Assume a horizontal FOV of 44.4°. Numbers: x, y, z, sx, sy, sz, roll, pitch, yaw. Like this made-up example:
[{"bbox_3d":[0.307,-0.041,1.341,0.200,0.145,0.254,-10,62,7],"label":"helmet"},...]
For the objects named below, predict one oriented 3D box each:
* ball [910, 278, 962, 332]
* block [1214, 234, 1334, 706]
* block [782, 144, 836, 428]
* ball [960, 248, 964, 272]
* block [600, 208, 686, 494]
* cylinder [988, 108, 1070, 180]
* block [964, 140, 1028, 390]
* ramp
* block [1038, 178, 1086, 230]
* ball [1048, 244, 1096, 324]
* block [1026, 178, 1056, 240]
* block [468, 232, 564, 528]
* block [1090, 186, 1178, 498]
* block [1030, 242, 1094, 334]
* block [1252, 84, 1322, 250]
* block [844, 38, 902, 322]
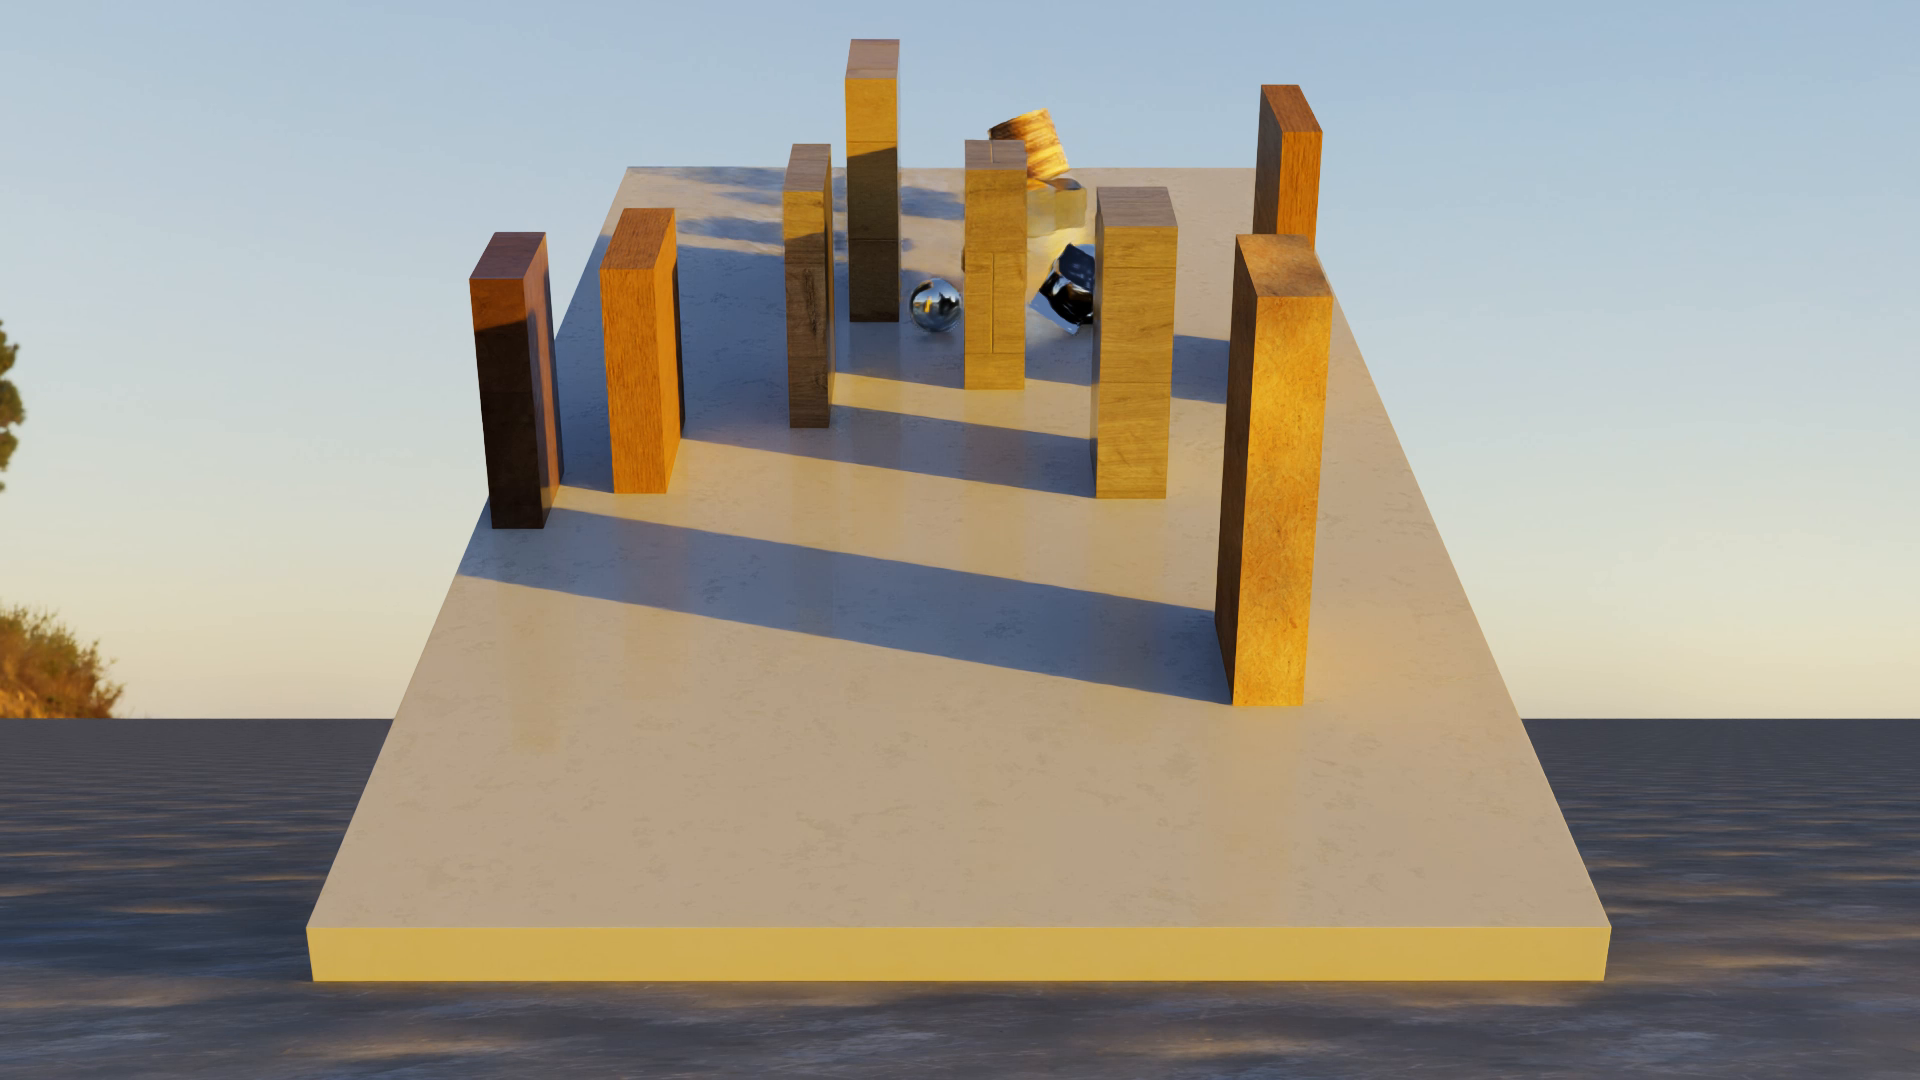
[{"bbox_3d":[-0.060,-0.589,5.904,0.134,0.134,0.134,0,-4,0],"label":"ball"},{"bbox_3d":[0.552,-0.123,4.199,0.125,0.776,0.327,0,26,0],"label":"block"},{"bbox_3d":[-0.344,-0.587,5.409,0.089,0.559,0.371,0,26,0],"label":"block"},{"bbox_3d":[0.082,-0.735,6.174,0.163,0.163,0.163,0,-4,0],"label":"ball"},{"bbox_3d":[-0.685,-0.416,5.113,0.111,0.505,0.409,0,26,0],"label":"block"},{"bbox_3d":[0.198,-1.120,6.764,0.186,0.186,0.186,-20,4,2],"label":"cylinder"},{"bbox_3d":[0.082,-0.652,5.569,0.142,0.538,0.244,0,26,0],"label":"block"},{"bbox_3d":[-0.009,-0.229,5.426,2.000,0.100,4.000,0,26,0],"label":"ramp"},{"bbox_3d":[0.285,-0.956,6.692,0.112,0.112,0.112,-9,27,-18],"label":"block"},{"bbox_3d":[0.319,-0.647,5.947,0.203,0.203,0.203,0,-4,0],"label":"ball"},{"bbox_3d":[0.167,-0.892,6.345,0.130,0.130,0.130,-13,24,-29],"label":"block"},{"bbox_3d":[-0.917,-0.333,4.892,0.107,0.547,0.294,0,26,0],"label":"block"},{"bbox_3d":[0.365,-0.419,5.010,0.149,0.606,0.270,0,26,0],"label":"block"},{"bbox_3d":[0.272,-0.614,5.746,0.131,0.131,0.131,32,-47,-2],"label":"block"},{"bbox_3d":[0.754,-0.689,5.508,0.088,0.661,0.403,0,26,0],"label":"block"},{"bbox_3d":[-0.218,-0.924,6.029,0.126,0.628,0.400,0,26,0],"label":"block"}]
